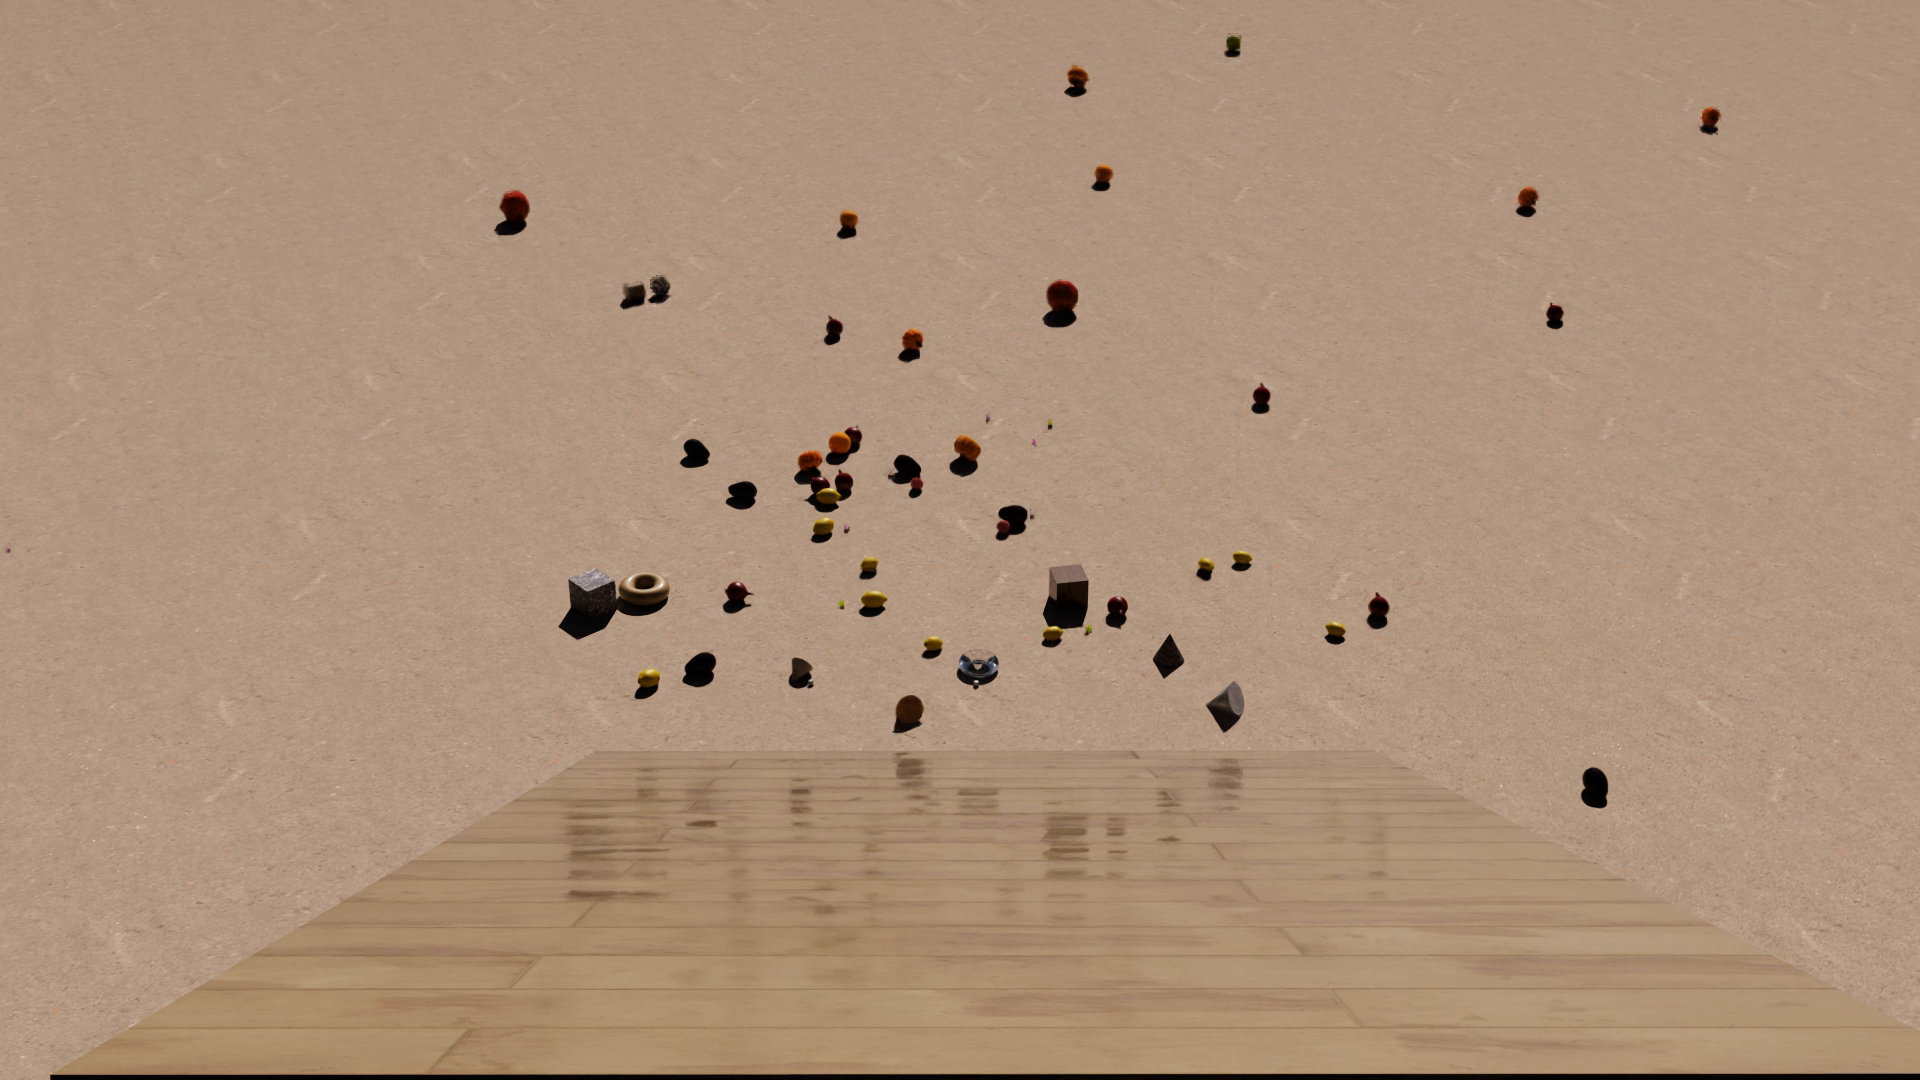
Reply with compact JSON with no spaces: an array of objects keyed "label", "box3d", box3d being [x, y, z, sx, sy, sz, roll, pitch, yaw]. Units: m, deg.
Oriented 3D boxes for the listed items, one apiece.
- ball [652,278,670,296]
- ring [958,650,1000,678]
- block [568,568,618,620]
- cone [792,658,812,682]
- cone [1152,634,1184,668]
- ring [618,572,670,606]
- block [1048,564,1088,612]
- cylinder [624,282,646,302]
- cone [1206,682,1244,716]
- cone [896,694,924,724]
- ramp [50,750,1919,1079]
[{"label":"ball","box3d":[-1.076,-0.912,9.305,0.064,0.064,0.064,0,30,0]},{"label":"ring","box3d":[0.052,0.340,7.141,0.113,0.038,0.113,1,31,0]},{"label":"block","box3d":[-1.051,0.155,7.407,0.096,0.096,0.096,-24,37,-35]},{"label":"cone","box3d":[-0.446,0.367,7.102,0.064,0.064,0.064,14,59,23]},{"label":"cone","box3d":[0.580,0.295,7.168,0.088,0.088,0.088,0,30,0]},{"label":"ring","box3d":[-0.913,0.142,7.477,0.148,0.049,0.148,1,31,0]},{"label":"block","box3d":[0.312,0.137,7.439,0.093,0.093,0.093,-6,30,-10]},{"label":"cylinder","box3d":[-1.165,-0.891,9.272,0.059,0.059,0.059,-14,33,-23]},{"label":"cone","box3d":[0.703,0.436,6.969,0.093,0.093,0.093,-15,20,30]},{"label":"cone","box3d":[-0.147,0.452,6.948,0.078,0.078,0.078,-11,5,-19]},{"label":"ramp","box3d":[0.067,0.595,4.650,2.000,0.100,4.000,0,0,0]}]
